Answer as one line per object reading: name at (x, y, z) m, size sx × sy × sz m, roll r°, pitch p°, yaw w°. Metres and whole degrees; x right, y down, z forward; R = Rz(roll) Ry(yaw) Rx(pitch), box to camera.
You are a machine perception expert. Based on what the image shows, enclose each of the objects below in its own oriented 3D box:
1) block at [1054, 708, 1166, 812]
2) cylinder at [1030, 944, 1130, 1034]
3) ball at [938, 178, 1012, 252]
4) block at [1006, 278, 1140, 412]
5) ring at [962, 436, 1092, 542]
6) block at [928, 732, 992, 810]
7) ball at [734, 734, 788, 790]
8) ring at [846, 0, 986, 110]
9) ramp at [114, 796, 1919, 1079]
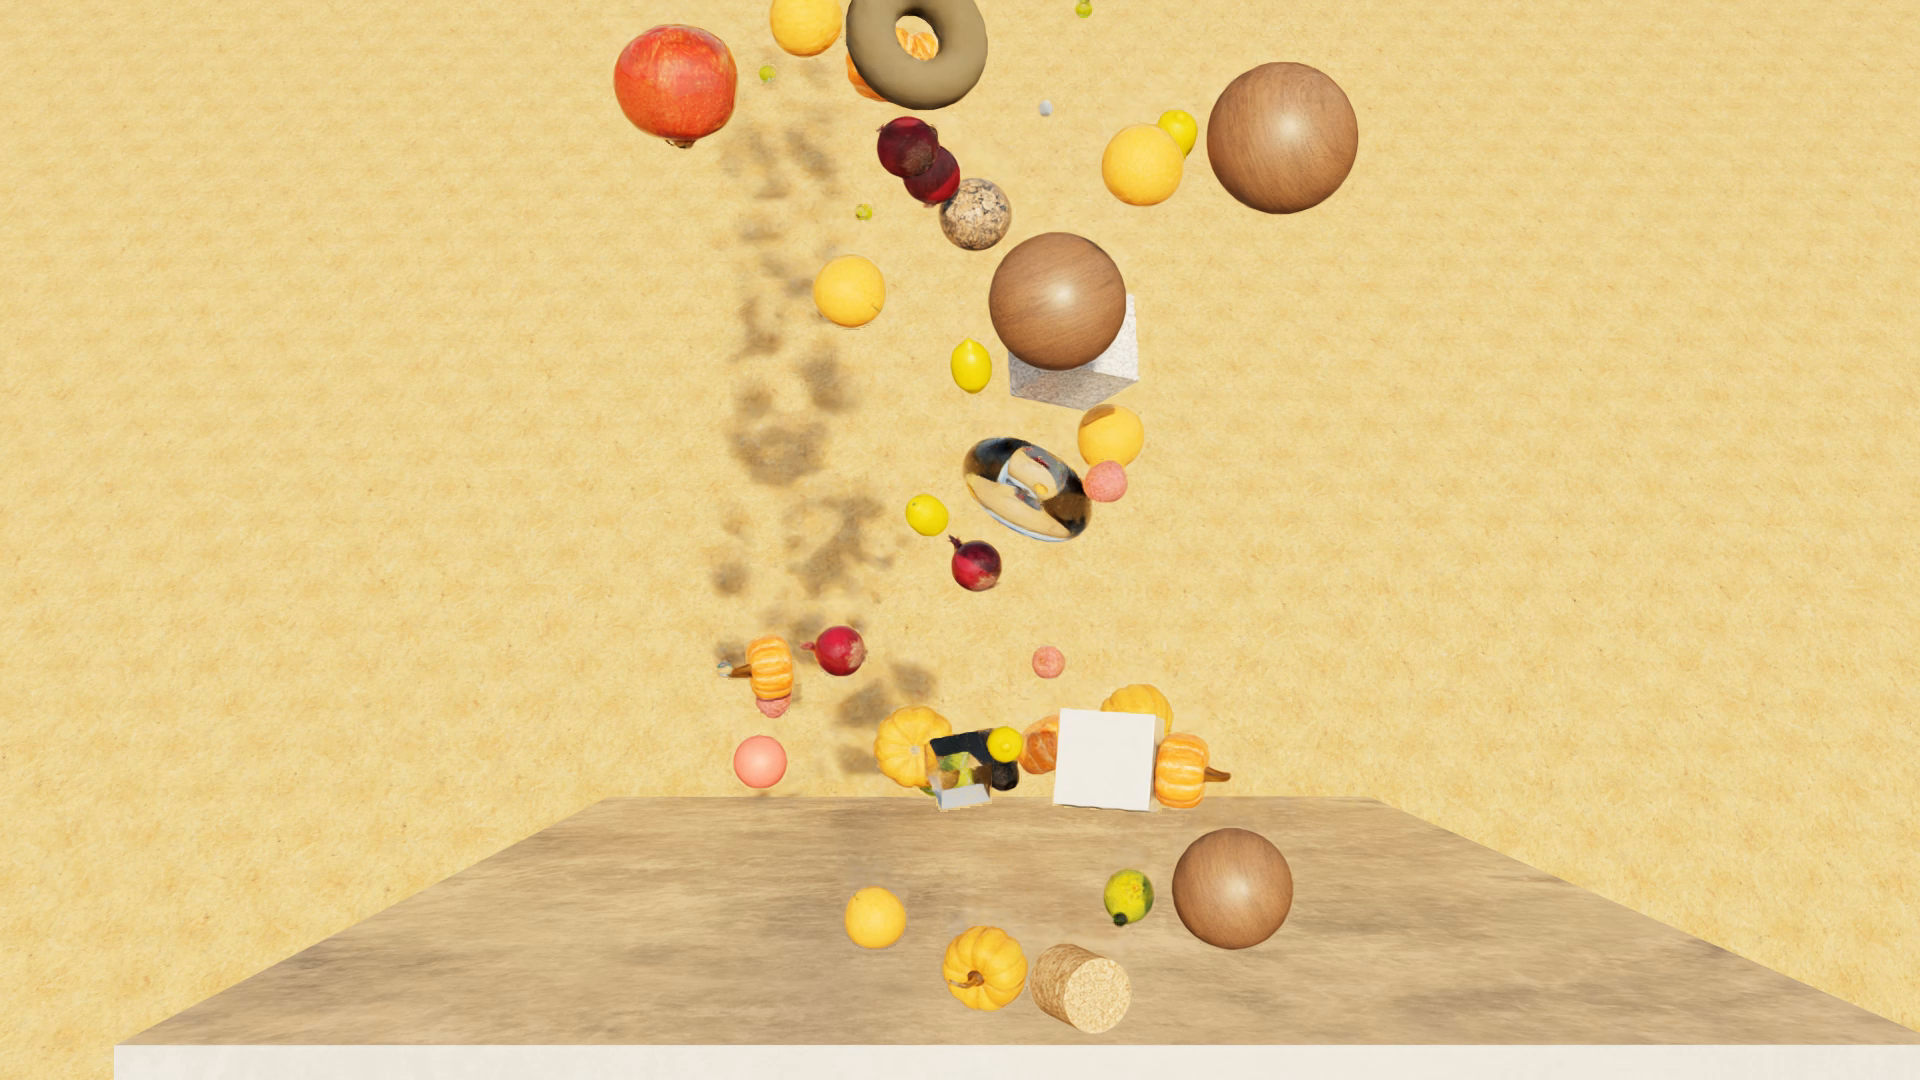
block at (0.152, 0.224, 2.632) m, size 0.095 × 0.095 × 0.095 m, roll 3°, pitch -6°, yaw 11°
cylinder at (0.132, 0.491, 2.848) m, size 0.082 × 0.082 × 0.082 m, roll -17°, pitch 11°, yaw -23°
ball at (0.016, -0.339, 2.703) m, size 0.077 × 0.077 × 0.077 m, roll 0°, pitch 35°, yaw 0°
block at (0.112, -0.195, 2.606) m, size 0.093 × 0.093 × 0.093 m, roll 10°, pitch 68°, yaw -31°
ring at (0.067, -0.050, 2.596) m, size 0.143 × 0.143 × 0.048 m, roll 19°, pitch 65°, yaw 26°
block at (-0.001, 0.239, 2.692) m, size 0.052 × 0.052 × 0.052 m, roll -9°, pitch 39°, yaw -14°
ball at (-0.248, 0.276, 3.226) m, size 0.067 × 0.067 × 0.067 m, roll 0°, pitch 35°, yaw 0°
ring at (-0.038, -0.449, 2.320) m, size 0.135 × 0.135 × 0.045 m, roll -21°, pitch -2°, yaw -27°
ramp at (0.077, 0.663, 4.830) m, size 2.000 × 0.100 × 4.000 m, roll 0°, pitch -2°, yaw 0°
